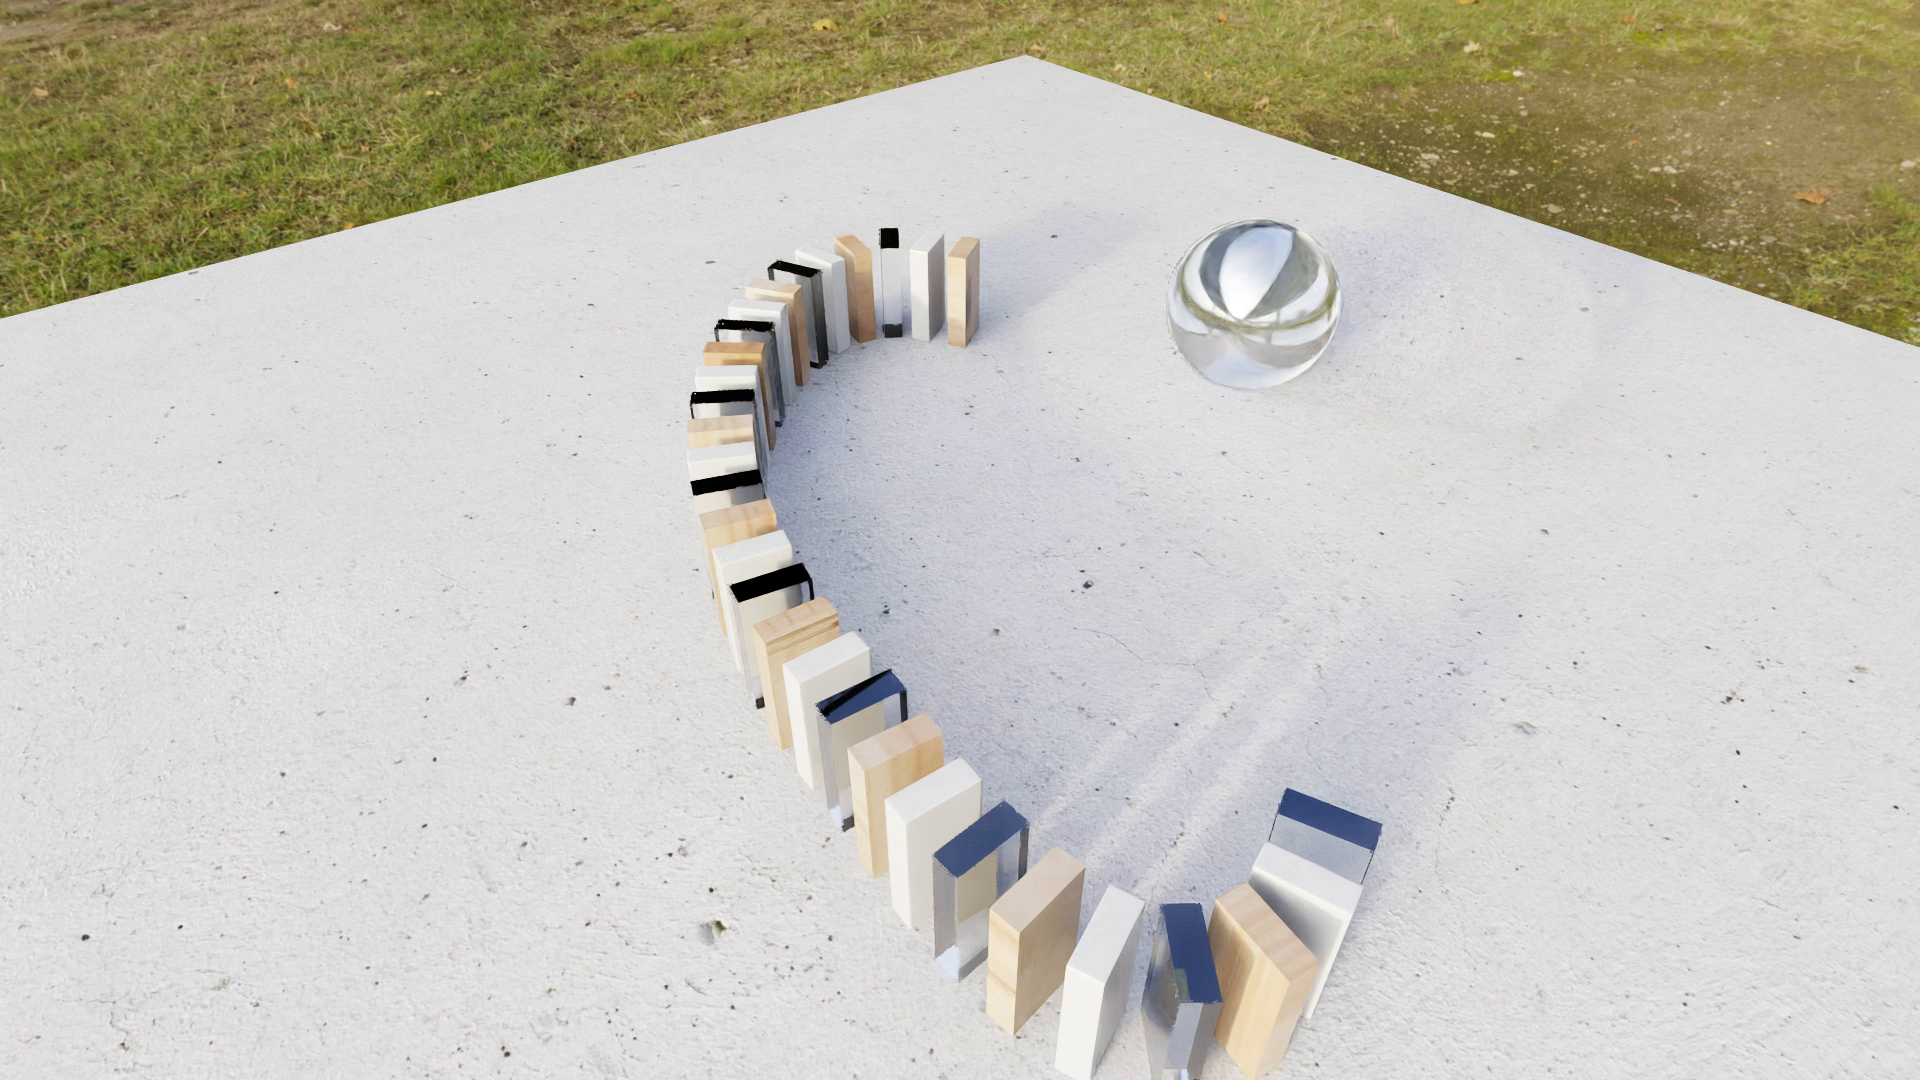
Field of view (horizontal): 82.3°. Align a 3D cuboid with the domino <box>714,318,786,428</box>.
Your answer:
[{"bbox_3d":[-0.096,-0.076,0.504,0.025,0.050,0.010,4,40,5],"label":"domino"}]

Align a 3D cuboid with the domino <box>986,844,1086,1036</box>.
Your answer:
[{"bbox_3d":[0.019,0.104,0.284,0.010,0.050,0.025,31,48,32],"label":"domino"}]

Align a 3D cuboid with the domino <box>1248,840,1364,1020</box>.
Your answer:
[{"bbox_3d":[0.086,0.102,0.287,0.025,0.050,0.009,22,44,25],"label":"domino"}]

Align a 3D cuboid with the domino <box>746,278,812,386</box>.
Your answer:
[{"bbox_3d":[-0.088,-0.100,0.534,0.025,0.050,0.010,12,41,14],"label":"domino"}]

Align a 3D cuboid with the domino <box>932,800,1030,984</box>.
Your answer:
[{"bbox_3d":[0.005,0.095,0.295,0.025,0.050,0.010,-30,48,-31],"label":"domino"}]

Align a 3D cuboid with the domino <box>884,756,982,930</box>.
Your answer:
[{"bbox_3d":[-0.007,0.085,0.307,0.025,0.050,0.009,-24,45,-27],"label":"domino"}]

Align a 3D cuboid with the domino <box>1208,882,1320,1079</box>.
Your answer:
[{"bbox_3d":[0.072,0.111,0.276,0.010,0.050,0.025,-21,44,-23],"label":"domino"}]

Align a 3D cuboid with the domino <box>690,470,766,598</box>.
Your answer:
[{"bbox_3d":[-0.084,-0.002,0.413,0.025,0.050,0.009,-11,41,-14],"label":"domino"}]

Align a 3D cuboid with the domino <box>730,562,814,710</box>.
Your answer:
[{"bbox_3d":[-0.061,0.033,0.371,0.025,0.050,0.009,-18,43,-21],"label":"domino"}]

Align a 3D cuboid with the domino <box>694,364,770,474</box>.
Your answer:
[{"bbox_3d":[-0.097,-0.051,0.474,0.025,0.050,0.009,-2,39,-2],"label":"domino"}]

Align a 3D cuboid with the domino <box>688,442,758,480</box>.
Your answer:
[{"bbox_3d":[-0.090,-0.014,0.428,0.025,0.050,0.010,-8,40,-10],"label":"domino"}]

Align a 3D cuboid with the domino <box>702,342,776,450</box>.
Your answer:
[{"bbox_3d":[-0.097,-0.063,0.489,0.025,0.050,0.010,1,39,2],"label":"domino"}]

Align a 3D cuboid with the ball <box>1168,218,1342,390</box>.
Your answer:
[{"bbox_3d":[0.140,-0.112,0.524,0.080,0.080,0.080,0,39,0],"label":"ball"}]

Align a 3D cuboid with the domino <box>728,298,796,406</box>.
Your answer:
[{"bbox_3d":[-0.093,-0.088,0.519,0.025,0.050,0.009,7,40,9],"label":"domino"}]

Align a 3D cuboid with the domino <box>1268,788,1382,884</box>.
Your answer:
[{"bbox_3d":[0.095,0.091,0.300,0.025,0.050,0.010,19,43,21],"label":"domino"}]

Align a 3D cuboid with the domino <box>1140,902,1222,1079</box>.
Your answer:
[{"bbox_3d":[0.054,0.115,0.271,0.010,0.050,0.025,-1,39,-1],"label":"domino"}]

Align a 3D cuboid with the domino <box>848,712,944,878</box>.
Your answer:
[{"bbox_3d":[-0.018,0.075,0.320,0.025,0.050,0.010,-22,44,-25],"label":"domino"}]

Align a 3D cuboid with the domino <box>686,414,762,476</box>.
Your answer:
[{"bbox_3d":[-0.093,-0.026,0.443,0.025,0.050,0.010,-6,40,-7],"label":"domino"}]

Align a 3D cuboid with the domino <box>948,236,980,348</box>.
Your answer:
[{"bbox_3d":[0.002,-0.127,0.567,0.010,0.050,0.025,11,41,13],"label":"domino"}]

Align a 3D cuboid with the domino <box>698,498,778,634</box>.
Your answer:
[{"bbox_3d":[-0.078,0.010,0.399,0.025,0.050,0.010,-14,41,-17],"label":"domino"}]

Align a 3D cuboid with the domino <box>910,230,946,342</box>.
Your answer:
[{"bbox_3d":[-0.017,-0.132,0.572,0.009,0.050,0.025,12,41,15],"label":"domino"}]

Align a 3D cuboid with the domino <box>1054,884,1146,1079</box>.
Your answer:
[{"bbox_3d":[0.035,0.112,0.275,0.009,0.050,0.025,20,43,23],"label":"domino"}]

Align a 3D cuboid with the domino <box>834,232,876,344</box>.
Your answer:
[{"bbox_3d":[-0.055,-0.131,0.571,0.010,0.050,0.025,-20,43,-23],"label":"domino"}]

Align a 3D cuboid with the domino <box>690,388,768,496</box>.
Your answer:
[{"bbox_3d":[-0.096,-0.038,0.458,0.025,0.050,0.010,-4,39,-4],"label":"domino"}]

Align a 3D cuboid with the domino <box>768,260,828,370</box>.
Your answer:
[{"bbox_3d":[-0.080,-0.112,0.548,0.025,0.050,0.010,18,43,21],"label":"domino"}]

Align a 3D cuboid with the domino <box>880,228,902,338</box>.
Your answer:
[{"bbox_3d":[-0.036,-0.134,0.575,0.010,0.050,0.025,-2,39,-3],"label":"domino"}]

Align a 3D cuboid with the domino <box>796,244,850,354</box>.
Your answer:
[{"bbox_3d":[-0.070,-0.122,0.561,0.025,0.050,0.009,28,47,30],"label":"domino"}]

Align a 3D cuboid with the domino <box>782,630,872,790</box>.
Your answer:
[{"bbox_3d":[-0.040,0.054,0.345,0.025,0.050,0.009,-25,45,-27],"label":"domino"}]

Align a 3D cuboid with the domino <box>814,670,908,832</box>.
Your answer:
[{"bbox_3d":[-0.029,0.064,0.333,0.025,0.050,0.010,-23,45,-26],"label":"domino"}]

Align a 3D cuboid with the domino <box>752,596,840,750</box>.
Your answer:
[{"bbox_3d":[-0.051,0.044,0.358,0.025,0.050,0.010,-22,44,-25],"label":"domino"}]

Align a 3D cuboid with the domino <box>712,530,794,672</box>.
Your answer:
[{"bbox_3d":[-0.070,0.022,0.385,0.025,0.050,0.010,-16,42,-19],"label":"domino"}]
